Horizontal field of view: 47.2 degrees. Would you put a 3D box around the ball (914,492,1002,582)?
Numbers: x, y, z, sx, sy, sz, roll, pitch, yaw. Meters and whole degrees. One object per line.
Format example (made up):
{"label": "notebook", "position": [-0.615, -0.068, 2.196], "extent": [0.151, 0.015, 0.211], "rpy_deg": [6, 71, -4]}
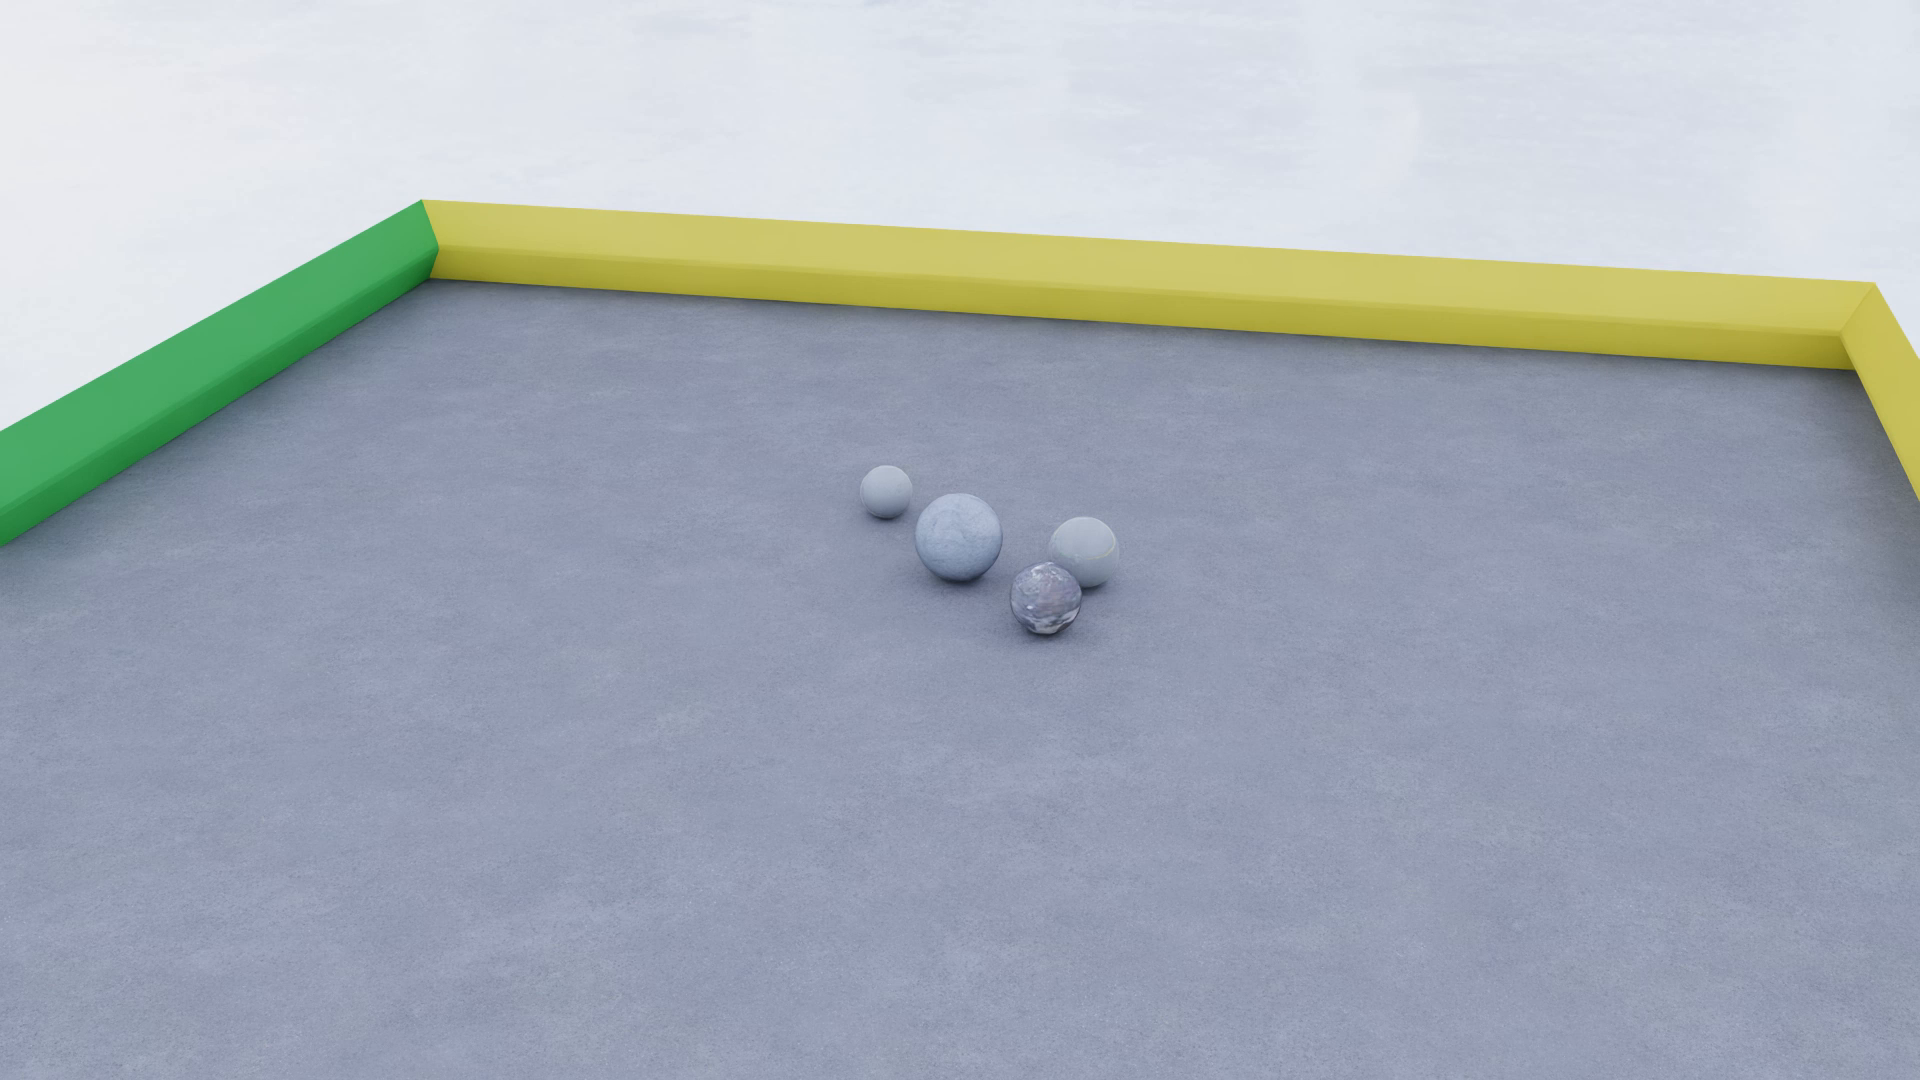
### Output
{"label": "ball", "position": [-0.002, -0.003, 2.474], "extent": [0.100, 0.100, 0.100], "rpy_deg": [0, 23, 0]}

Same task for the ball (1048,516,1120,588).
{"label": "ball", "position": [0.138, 0.014, 2.459], "extent": [0.080, 0.080, 0.080], "rpy_deg": [0, 23, 0]}

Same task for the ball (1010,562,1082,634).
{"label": "ball", "position": [0.092, 0.062, 2.348], "extent": [0.078, 0.078, 0.078], "rpy_deg": [0, 23, 0]}

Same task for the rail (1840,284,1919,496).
{"label": "rail", "position": [0.852, 0.444, 1.372], "extent": [0.045, 0.130, 3.966], "rpy_deg": [5, 23, 11]}

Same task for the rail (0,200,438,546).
{"label": "rail", "position": [-1.280, 0.261, 1.806], "extent": [0.045, 0.130, 3.966], "rpy_deg": [5, 23, 11]}

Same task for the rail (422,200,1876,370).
{"label": "rail", "position": [0.209, -0.391, 3.352], "extent": [2.231, 0.130, 0.045], "rpy_deg": [5, 23, 11]}

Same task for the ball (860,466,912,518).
{"label": "ball", "position": [-0.089, -0.058, 2.651], "extent": [0.064, 0.064, 0.064], "rpy_deg": [0, 23, 0]}
